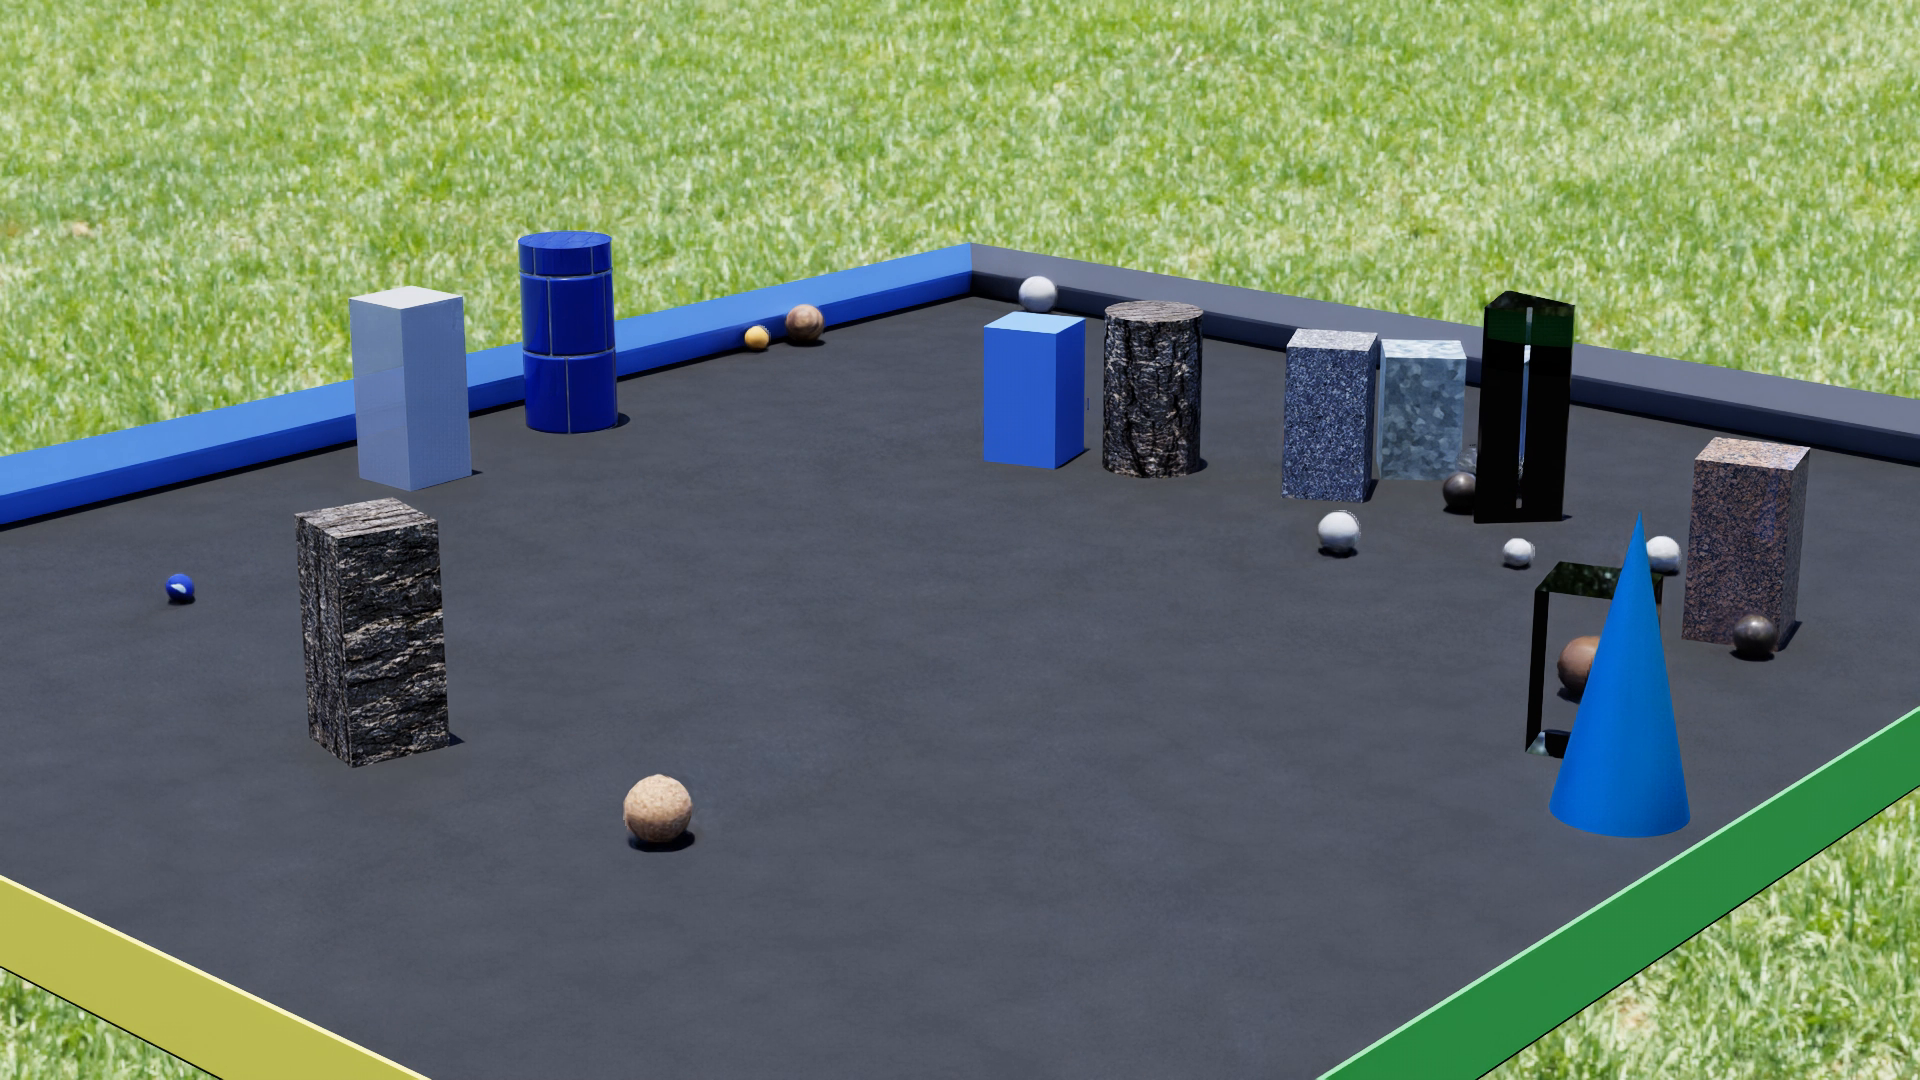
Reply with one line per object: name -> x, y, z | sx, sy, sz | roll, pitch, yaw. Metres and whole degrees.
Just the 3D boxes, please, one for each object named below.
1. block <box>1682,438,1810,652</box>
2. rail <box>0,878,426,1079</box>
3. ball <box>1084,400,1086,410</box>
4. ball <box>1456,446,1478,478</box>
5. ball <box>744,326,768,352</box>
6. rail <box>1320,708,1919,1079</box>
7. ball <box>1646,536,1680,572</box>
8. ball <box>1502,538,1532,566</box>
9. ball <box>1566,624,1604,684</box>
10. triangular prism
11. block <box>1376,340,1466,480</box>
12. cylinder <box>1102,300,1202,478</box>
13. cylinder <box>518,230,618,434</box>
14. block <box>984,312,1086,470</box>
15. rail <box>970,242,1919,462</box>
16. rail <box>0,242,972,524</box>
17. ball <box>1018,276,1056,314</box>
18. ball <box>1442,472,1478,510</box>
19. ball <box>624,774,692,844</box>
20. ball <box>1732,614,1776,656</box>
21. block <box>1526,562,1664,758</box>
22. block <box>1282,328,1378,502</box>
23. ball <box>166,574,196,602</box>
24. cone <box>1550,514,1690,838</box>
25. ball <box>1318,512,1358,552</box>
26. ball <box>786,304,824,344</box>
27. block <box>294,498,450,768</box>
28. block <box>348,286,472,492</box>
block -> 1.311, 0.006, 4.893 | 0.157, 0.311, 0.157 | 8, 18, 24
rail -> -1.259, 0.451, 3.731 | 3.307, 0.128, 0.045 | 14, 22, 39
ball -> 0.241, -0.291, 6.312 | 0.061, 0.061, 0.061 | 0, 17, 0
ball -> 1.022, -0.145, 5.795 | 0.079, 0.079, 0.079 | 0, 17, 0
ball -> -0.482, -0.475, 6.928 | 0.057, 0.057, 0.057 | 0, 17, 0
rail -> 1.231, 0.340, 4.097 | 0.045, 0.128, 3.888 | 14, 22, 39
ball -> 1.256, 0.026, 5.251 | 0.066, 0.066, 0.066 | 0, 17, 0
ball -> 1.006, 0.022, 5.288 | 0.052, 0.052, 0.052 | 0, 17, 0
ball -> 1.015, 0.184, 4.670 | 0.098, 0.098, 0.098 | 0, 17, 0
triangular prism -> 1.052, -0.255, 5.574 | 0.170, 0.417, 0.148 | -2, 17, -6
block -> 0.924, -0.261, 5.885 | 0.157, 0.250, 0.157 | 1, 17, 4
cylinder -> 0.388, -0.304, 5.906 | 0.197, 0.320, 0.197 | 0, 17, 0
cylinder -> -0.831, -0.441, 6.225 | 0.197, 0.398, 0.197 | 0, 17, 0
block -> 0.152, -0.307, 5.985 | 0.157, 0.280, 0.157 | 7, 18, 23
rail -> 1.259, -0.386, 6.508 | 3.307, 0.128, 0.045 | 14, 22, 39
rail -> -1.231, -0.276, 6.143 | 0.045, 0.128, 3.888 | 14, 22, 39
ball -> 0.192, -0.611, 7.314 | 0.095, 0.095, 0.095 | 0, 17, 0
ball -> 0.965, -0.093, 5.631 | 0.075, 0.075, 0.075 | 0, 17, 0
ball -> -0.417, 0.372, 4.054 | 0.094, 0.094, 0.094 | 0, 17, 0
ball -> 1.303, 0.157, 4.812 | 0.069, 0.069, 0.069 | 0, 17, 0
block -> 0.951, 0.185, 4.394 | 0.157, 0.256, 0.157 | 7, 18, 23
block -> 0.723, -0.244, 5.737 | 0.157, 0.303, 0.157 | 4, 17, 13
ball -> -1.353, 0.083, 5.092 | 0.048, 0.048, 0.048 | 0, 17, 0
cone -> 0.938, 0.172, 4.108 | 0.197, 0.446, 0.197 | 0, 17, 0
ball -> 0.692, -0.014, 5.367 | 0.075, 0.075, 0.075 | 0, 17, 0
ball -> -0.371, -0.515, 6.999 | 0.093, 0.093, 0.093 | 0, 17, 0
block -> -0.879, 0.136, 4.386 | 0.157, 0.354, 0.157 | -11, 20, -33
block -> -1.090, -0.303, 5.821 | 0.157, 0.366, 0.157 | 14, 21, 38
